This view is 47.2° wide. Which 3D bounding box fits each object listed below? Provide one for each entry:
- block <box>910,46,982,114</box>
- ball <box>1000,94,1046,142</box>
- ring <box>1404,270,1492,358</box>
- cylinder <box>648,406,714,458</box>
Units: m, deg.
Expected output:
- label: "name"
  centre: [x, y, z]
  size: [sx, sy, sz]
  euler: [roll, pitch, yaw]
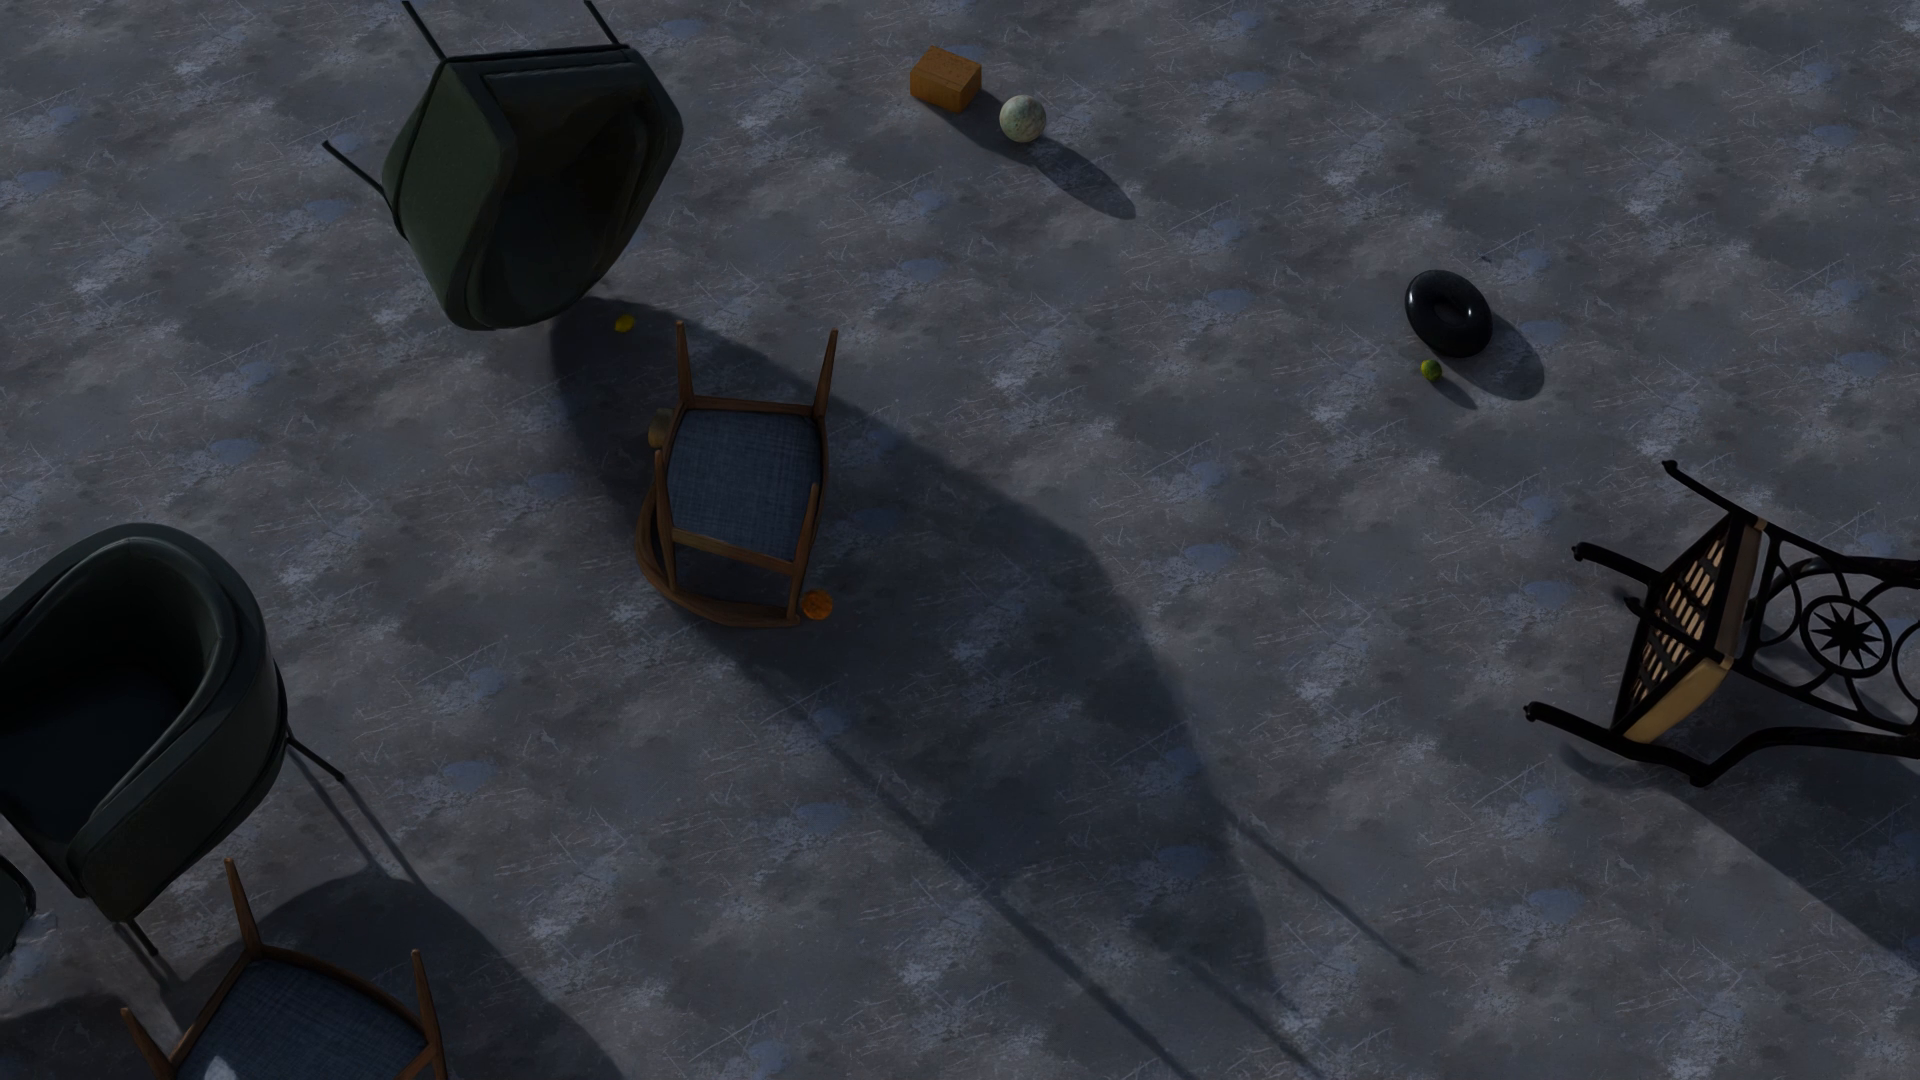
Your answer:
- label: "block"
  centre: [-0.049, -1.586, 7.574]
  size: [0.196, 0.106, 0.151]
  euler: [25, 60, 16]
- label: "ball"
  centre: [0.213, -1.424, 7.434]
  size: [0.159, 0.159, 0.159]
  euler: [0, 56, 0]
- label: "ring"
  centre: [1.557, -0.723, 7.009]
  size: [0.264, 0.084, 0.350]
  euler: [-14, 58, -10]
- label: "cylinder"
  centre: [-0.850, -0.330, 6.702]
  size: [0.148, 0.128, 0.180]
  euler: [12, 13, 8]
